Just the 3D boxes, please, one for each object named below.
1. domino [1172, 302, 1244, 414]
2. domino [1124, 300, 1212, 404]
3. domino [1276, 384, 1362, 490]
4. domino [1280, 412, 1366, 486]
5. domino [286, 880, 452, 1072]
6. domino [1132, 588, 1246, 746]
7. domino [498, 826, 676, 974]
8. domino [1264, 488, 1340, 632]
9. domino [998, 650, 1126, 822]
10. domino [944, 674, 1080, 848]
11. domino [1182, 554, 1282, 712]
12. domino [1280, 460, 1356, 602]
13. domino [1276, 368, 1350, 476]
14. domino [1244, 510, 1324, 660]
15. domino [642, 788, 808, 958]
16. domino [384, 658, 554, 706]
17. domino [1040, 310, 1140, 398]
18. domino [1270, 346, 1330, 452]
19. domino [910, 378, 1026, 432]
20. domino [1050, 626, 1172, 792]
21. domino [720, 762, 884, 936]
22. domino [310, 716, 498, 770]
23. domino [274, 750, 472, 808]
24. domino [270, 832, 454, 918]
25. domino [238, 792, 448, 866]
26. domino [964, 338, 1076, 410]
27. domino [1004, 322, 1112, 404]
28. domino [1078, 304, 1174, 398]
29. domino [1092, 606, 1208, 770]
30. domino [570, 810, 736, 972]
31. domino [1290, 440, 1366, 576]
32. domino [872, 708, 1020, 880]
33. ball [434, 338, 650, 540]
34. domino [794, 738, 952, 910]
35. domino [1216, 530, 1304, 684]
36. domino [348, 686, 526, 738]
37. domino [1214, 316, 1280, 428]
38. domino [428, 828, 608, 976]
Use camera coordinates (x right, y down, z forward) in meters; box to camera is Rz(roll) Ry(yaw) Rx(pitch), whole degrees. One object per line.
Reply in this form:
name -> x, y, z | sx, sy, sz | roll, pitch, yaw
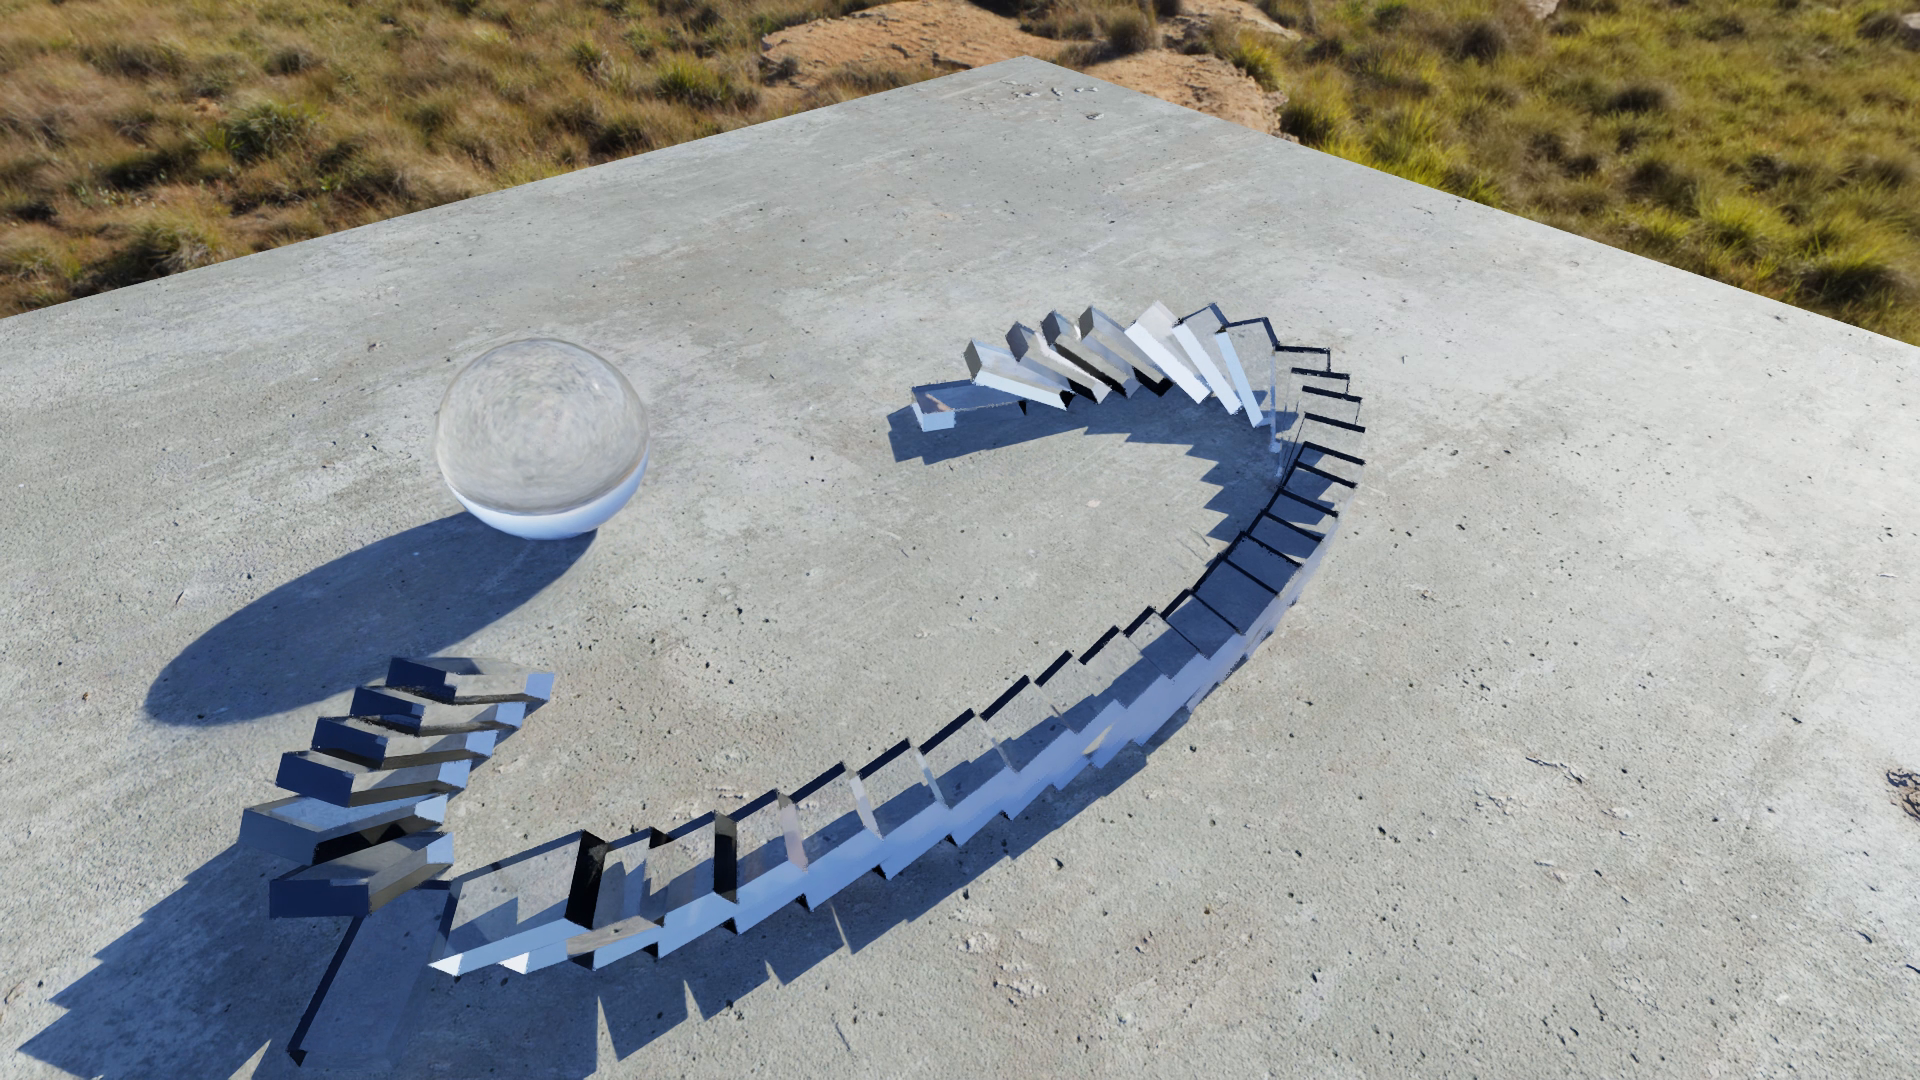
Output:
domino -> 0.126, -0.088, 0.529 | 0.025, 0.009, 0.050 | -29, 82, -31
domino -> 0.106, -0.092, 0.537 | 0.050, 0.009, 0.025 | 44, 50, 3
domino -> 0.154, -0.040, 0.473 | 0.025, 0.010, 0.050 | 14, 72, 13
domino -> 0.148, -0.027, 0.457 | 0.025, 0.010, 0.050 | 18, 73, 19
domino -> -0.157, 0.117, 0.300 | 0.025, 0.010, 0.050 | 1, 39, 2
domino -> 0.069, 0.043, 0.372 | 0.050, 0.010, 0.025 | -45, 50, -2
domino -> -0.102, 0.099, 0.301 | 0.050, 0.009, 0.025 | -24, 43, 20
domino -> 0.120, 0.007, 0.416 | 0.025, 0.009, 0.050 | 29, 78, 30
domino -> 0.025, 0.061, 0.348 | 0.050, 0.009, 0.025 | -44, 49, 0
domino -> 0.010, 0.068, 0.340 | 0.050, 0.009, 0.025 | -42, 47, 2
domino -> 0.086, 0.032, 0.383 | 0.025, 0.010, 0.050 | 38, 84, 32
domino -> 0.131, -0.004, 0.428 | 0.025, 0.009, 0.050 | 27, 77, 27
domino -> 0.156, -0.051, 0.487 | 0.025, 0.009, 0.050 | 9, 70, 11
domino -> 0.109, 0.016, 0.404 | 0.025, 0.010, 0.050 | 32, 81, 31
domino -> -0.068, 0.094, 0.311 | 0.050, 0.010, 0.025 | -31, 41, 7
domino -> -0.160, 0.046, 0.362 | 0.025, 0.009, 0.050 | 12, -3, 14
domino -> 0.063, -0.090, 0.530 | 0.050, 0.009, 0.025 | 28, 29, -25
domino -> 0.156, -0.064, 0.503 | 0.025, 0.010, 0.050 | 4, 69, 5
domino -> 0.004, -0.066, 0.524 | 0.050, 0.009, 0.025 | -9, 40, -11
domino -> 0.041, 0.054, 0.356 | 0.050, 0.010, 0.025 | -44, 50, 1
domino -> -0.049, 0.089, 0.318 | 0.050, 0.010, 0.025 | -34, 43, 3
domino -> -0.171, 0.062, 0.343 | 0.025, 0.010, 0.050 | 12, -3, 14
domino -> -0.176, 0.070, 0.333 | 0.025, 0.010, 0.050 | 12, -3, 14
domino -> -0.165, 0.092, 0.307 | 0.025, 0.009, 0.050 | -1, -1, -2
domino -> -0.178, 0.081, 0.322 | 0.025, 0.009, 0.050 | 12, 2, 14
domino -> 0.028, -0.079, 0.524 | 0.050, 0.009, 0.025 | 13, 34, -24
domino -> 0.047, -0.085, 0.526 | 0.050, 0.009, 0.025 | 21, 31, -29
domino -> 0.080, -0.092, 0.533 | 0.050, 0.010, 0.025 | 31, 32, -19
domino -> 0.055, 0.048, 0.364 | 0.050, 0.009, 0.025 | -45, 50, 0
domino -> -0.085, 0.097, 0.304 | 0.050, 0.010, 0.025 | -28, 42, 15
domino -> 0.140, -0.013, 0.441 | 0.025, 0.009, 0.050 | 23, 74, 26
domino -> -0.009, 0.076, 0.332 | 0.050, 0.009, 0.025 | -38, 46, 2
ball -> -0.164, -0.040, 0.436 | 0.080, 0.080, 0.080 | 0, 39, 0
domino -> -0.030, 0.083, 0.324 | 0.050, 0.009, 0.025 | -35, 44, 2
domino -> 0.097, 0.024, 0.394 | 0.025, 0.009, 0.050 | 35, 82, 32
domino -> -0.166, 0.054, 0.352 | 0.025, 0.009, 0.050 | 12, -3, 14
domino -> 0.142, -0.080, 0.520 | 0.025, 0.009, 0.050 | -13, 74, -19
domino -> -0.121, 0.099, 0.301 | 0.050, 0.010, 0.025 | -23, 43, 20
